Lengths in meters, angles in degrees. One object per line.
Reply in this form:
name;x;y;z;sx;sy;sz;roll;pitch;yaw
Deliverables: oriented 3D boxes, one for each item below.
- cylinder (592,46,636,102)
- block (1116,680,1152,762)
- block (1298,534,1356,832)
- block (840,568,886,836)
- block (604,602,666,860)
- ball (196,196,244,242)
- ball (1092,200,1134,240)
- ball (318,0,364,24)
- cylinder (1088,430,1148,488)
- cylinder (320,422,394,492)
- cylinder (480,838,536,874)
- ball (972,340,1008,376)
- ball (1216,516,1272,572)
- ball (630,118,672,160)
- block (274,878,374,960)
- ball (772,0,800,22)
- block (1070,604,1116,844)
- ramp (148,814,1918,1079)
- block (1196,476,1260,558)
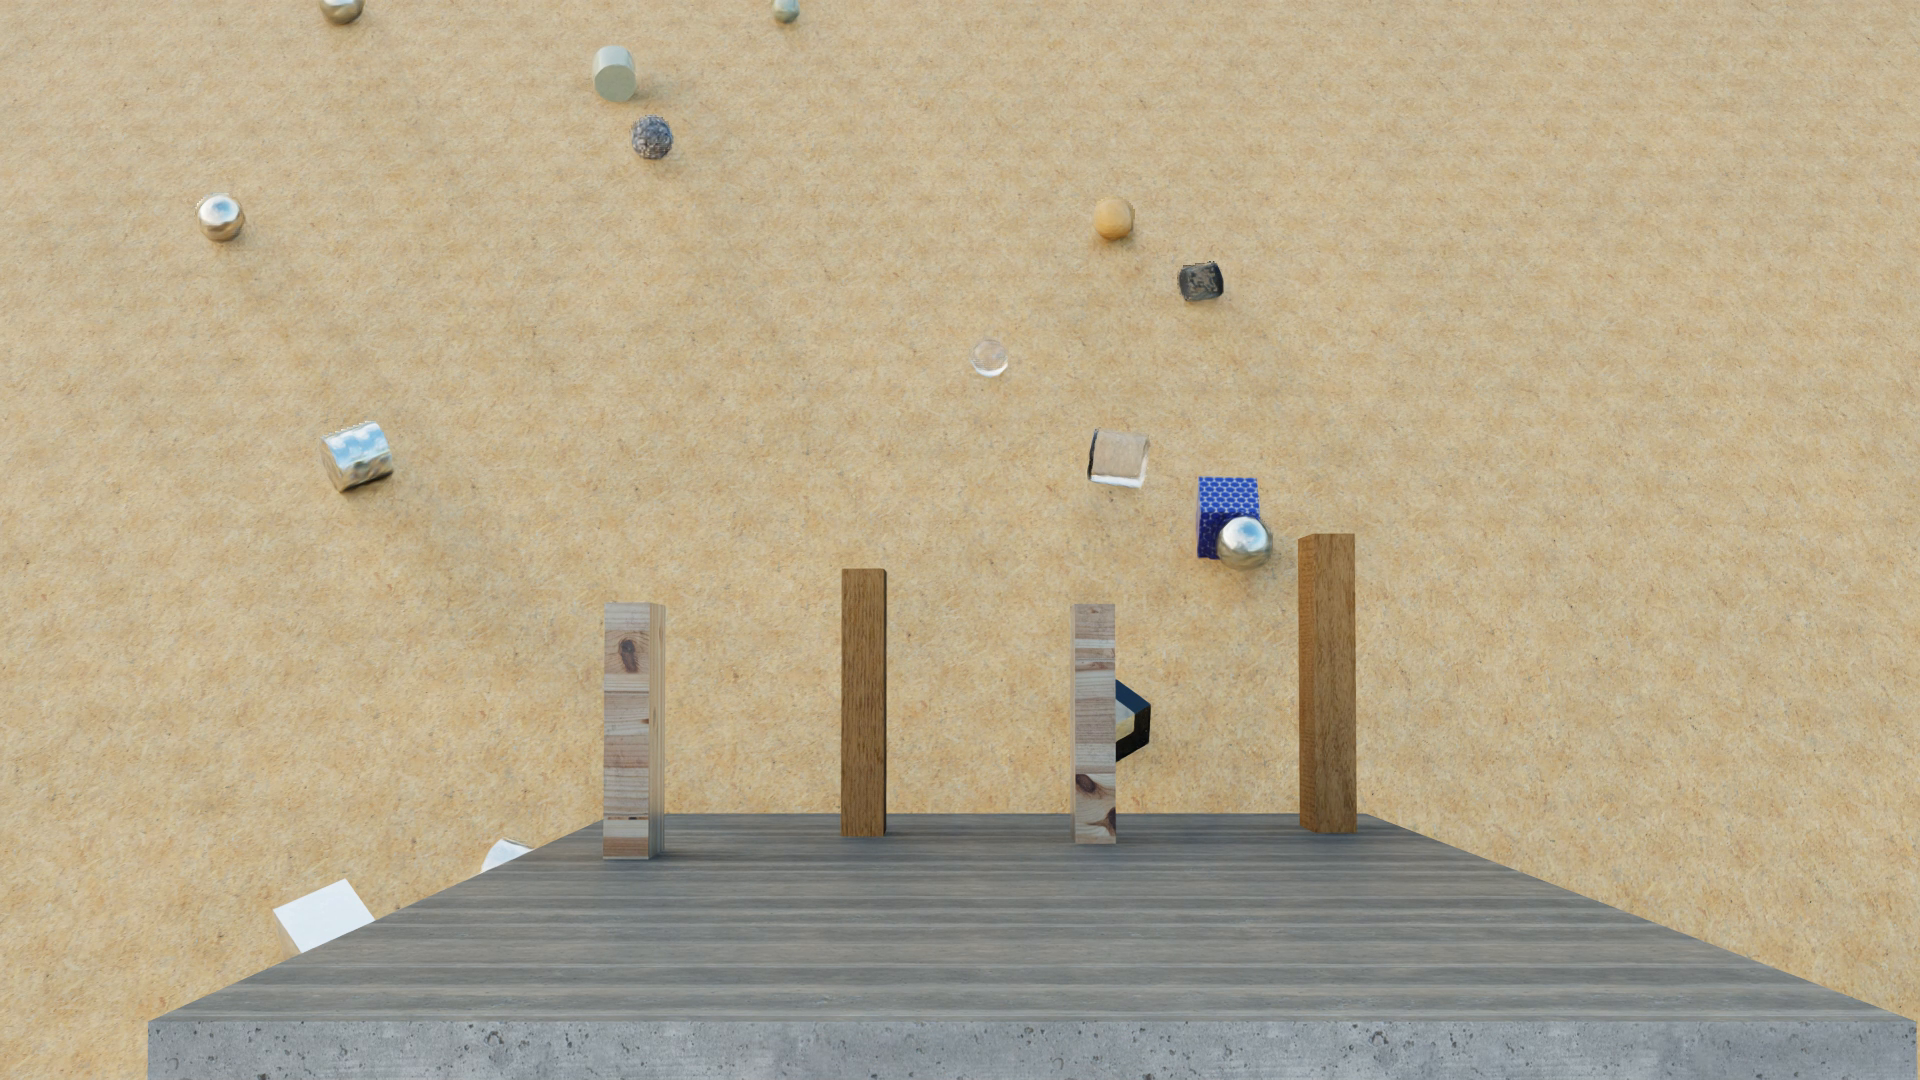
cylinder;-1.370;-1.851;10.324;0.166;0.166;0.166;-6;38;-7
block;0.428;0.506;7.241;0.143;0.143;0.143;-27;45;-31
block;0.889;0.345;6.309;0.098;0.709;0.288;0;-3;0
block;-0.227;0.382;6.172;0.098;0.621;0.267;0;-3;0
block;-0.686;0.399;5.495;0.093;0.527;0.292;0;-3;0
ball;-2.675;-1.162;9.414;0.169;0.169;0.169;0;37;0
ball;0.556;-1.159;9.426;0.151;0.151;0.151;0;37;0
ball;-2.573;-2.242;10.818;0.191;0.191;0.191;0;37;0
cylinder;0.501;-0.255;8.224;0.165;0.165;0.165;8;38;10
cylinder;-1.907;-0.261;8.222;0.174;0.174;0.174;-22;42;-26
cylinder;-1.128;0.876;6.733;0.167;0.167;0.167;15;40;19
ball;0.100;-0.610;8.725;0.125;0.125;0.125;0;37;0
ball;0.851;0.012;7.807;0.169;0.169;0.169;0;37;0
ball;-1.173;-1.526;9.902;0.160;0.160;0.160;0;37;0
block;-1.578;1.015;6.528;0.194;0.194;0.194;-23;43;-27
ball;-0.725;-2.215;10.844;0.117;0.117;0.117;0;37;0
block;0.302;0.415;5.941;0.090;0.534;0.274;0;-3;0
ramp;0.082;0.687;4.938;2.000;0.100;4.000;0;-3;0
block;0.818;-0.067;7.966;0.178;0.178;0.178;1;37;2
